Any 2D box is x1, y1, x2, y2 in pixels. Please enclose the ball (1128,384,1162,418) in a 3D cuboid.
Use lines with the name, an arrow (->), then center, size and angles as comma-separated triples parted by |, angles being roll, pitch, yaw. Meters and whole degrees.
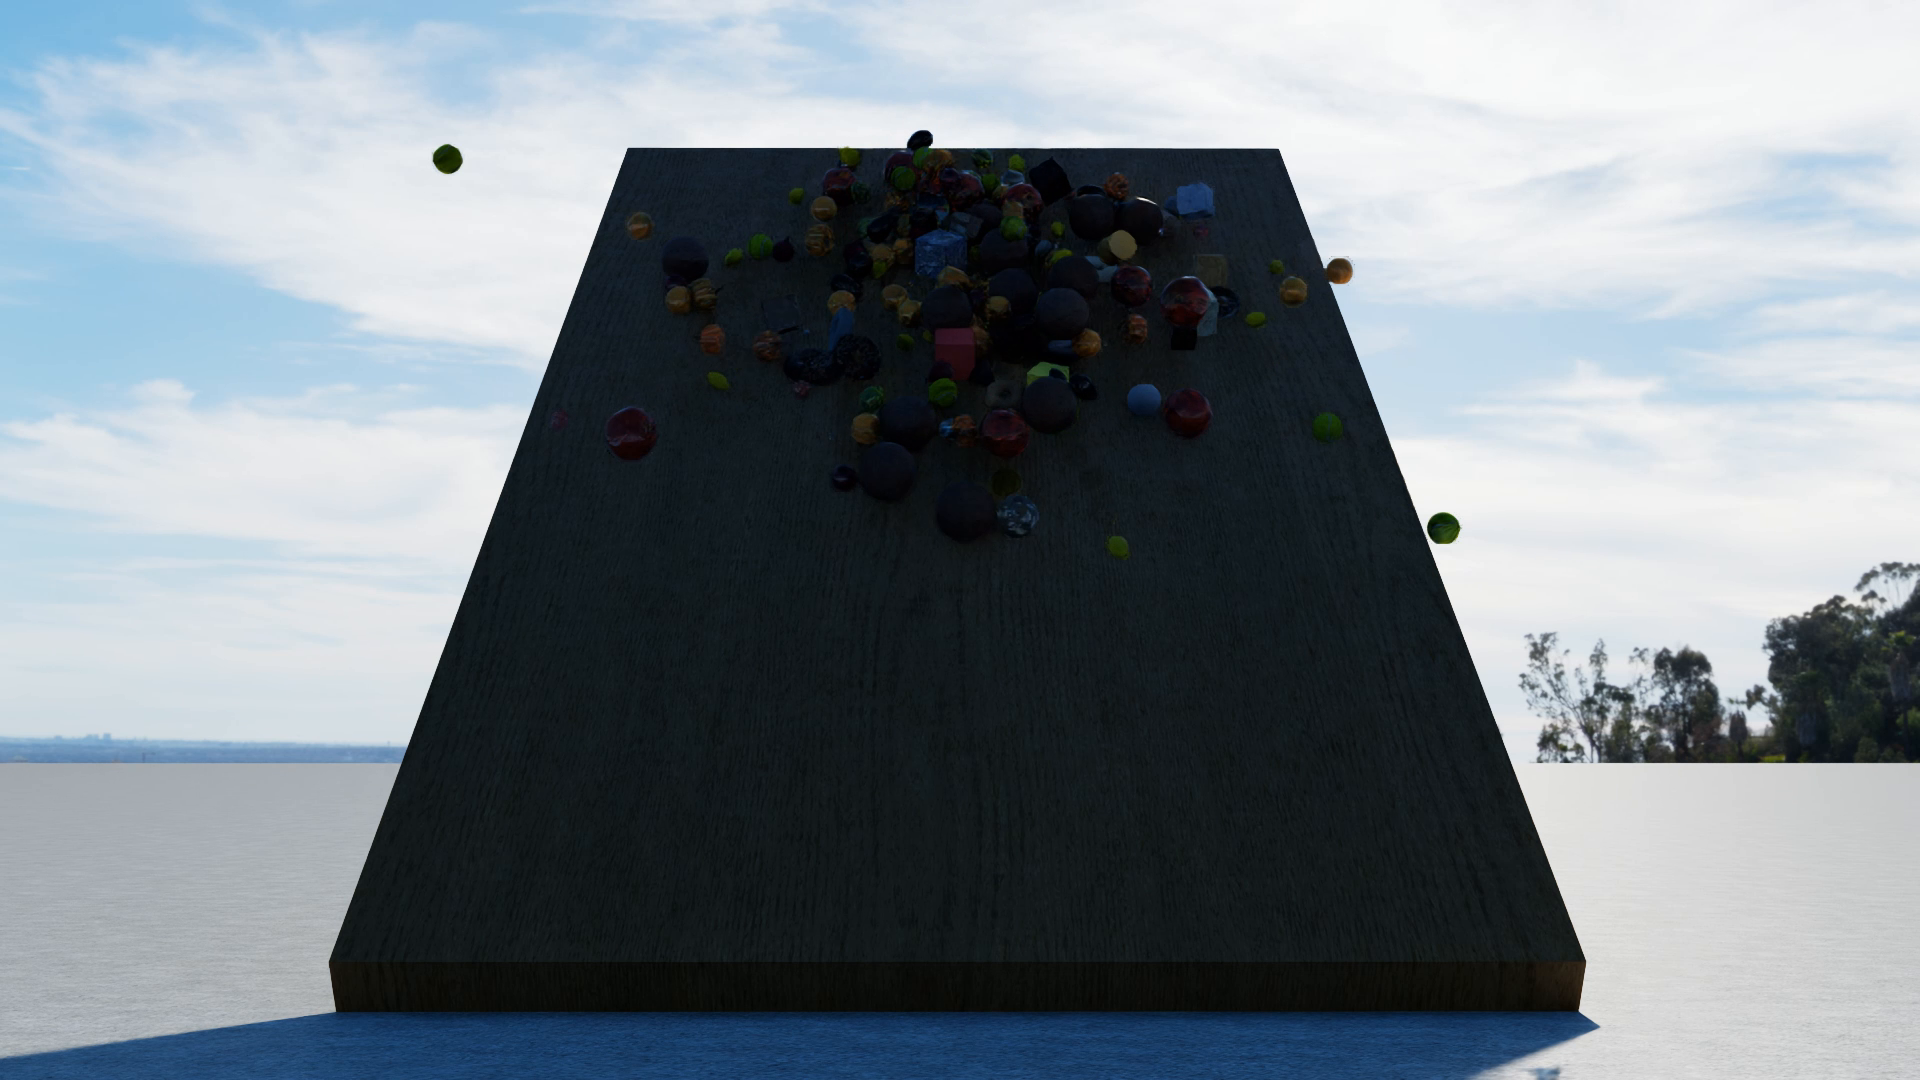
ball -> 0.432, -0.327, 5.589 | 0.080, 0.080, 0.080 | 0, -5, 0

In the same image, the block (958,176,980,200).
block -> 0.027, -1.018, 6.909 | 0.060, 0.060, 0.060 | 1, 28, 2

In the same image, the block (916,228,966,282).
block -> -0.050, -0.763, 6.389 | 0.098, 0.098, 0.098 | 20, 34, 33

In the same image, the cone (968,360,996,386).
cone -> 0.068, -0.386, 5.750 | 0.071, 0.071, 0.071 | 43, 8, 16

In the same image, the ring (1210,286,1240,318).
ring -> 0.674, -0.611, 6.147 | 0.098, 0.098, 0.033 | 1, -33, -11

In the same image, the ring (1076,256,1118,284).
ring -> 0.366, -0.721, 6.367 | 0.117, 0.039, 0.117 | 5, 33, -3

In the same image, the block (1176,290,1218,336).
block -> 0.600, -0.575, 6.049 | 0.088, 0.088, 0.088 | -4, 28, -8

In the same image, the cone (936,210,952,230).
cone -> -0.052, -0.888, 6.533 | 0.053, 0.053, 0.053 | 47, 17, 24

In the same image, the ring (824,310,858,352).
ring -> -0.294, -0.517, 5.895 | 0.039, 0.118, 0.118 | 32, -19, -24

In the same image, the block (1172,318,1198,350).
block -> 0.561, -0.514, 5.963 | 0.060, 0.060, 0.060 | 3, 28, 6

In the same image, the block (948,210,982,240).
block -> 0.015, -0.844, 6.396 | 0.057, 0.057, 0.057 | 21, 7, 36

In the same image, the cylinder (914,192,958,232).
cylinder -> -0.067, -0.917, 6.671 | 0.096, 0.096, 0.096 | 14, -3, 11

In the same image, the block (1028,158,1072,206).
block -> 0.255, -1.015, 6.758 | 0.080, 0.080, 0.080 | -32, -34, -6

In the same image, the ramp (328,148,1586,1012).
ramp -> -0.011, -0.223, 5.581 | 2.000, 0.100, 4.000 | 0, 28, 0

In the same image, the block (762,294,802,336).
block -> -0.443, -0.558, 5.920 | 0.080, 0.080, 0.080 | -15, 0, -7

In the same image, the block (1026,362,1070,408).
block -> 0.209, -0.368, 5.667 | 0.077, 0.077, 0.077 | 13, 30, 22

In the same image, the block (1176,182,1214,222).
block -> 0.622, -0.892, 6.298 | 0.075, 0.075, 0.075 | -8, -9, 25

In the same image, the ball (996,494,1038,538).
ball -> 0.120, -0.049, 5.051 | 0.092, 0.092, 0.092 | 0, -5, 0

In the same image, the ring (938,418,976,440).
ring -> -0.007, -0.256, 5.507 | 0.087, 0.029, 0.087 | 1, 27, 0

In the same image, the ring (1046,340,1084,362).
ring -> 0.260, -0.470, 5.908 | 0.094, 0.031, 0.094 | 3, 27, -2

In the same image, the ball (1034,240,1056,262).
ball -> 0.230, -0.777, 6.431 | 0.060, 0.060, 0.060 | 0, -5, 0

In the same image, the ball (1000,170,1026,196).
ball -> 0.153, -1.035, 6.919 | 0.075, 0.075, 0.075 | 0, -5, 0

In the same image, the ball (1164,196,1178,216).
ball -> 0.604, -0.936, 6.696 | 0.062, 0.062, 0.062 | 0, -5, 0

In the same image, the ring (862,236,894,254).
ring -> -0.225, -0.811, 6.547 | 0.094, 0.031, 0.094 | -1, 30, 1

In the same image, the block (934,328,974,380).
block -> -0.014, -0.453, 5.805 | 0.094, 0.094, 0.094 | -1, 30, -1

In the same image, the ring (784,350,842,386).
ring -> -0.356, -0.419, 5.791 | 0.147, 0.049, 0.147 | 1, 30, -1

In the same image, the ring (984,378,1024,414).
ring -> 0.104, -0.340, 5.633 | 0.098, 0.098, 0.033 | -1, -36, 11

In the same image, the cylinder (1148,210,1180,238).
cylinder -> 0.569, -0.881, 6.649 | 0.065, 0.065, 0.065 | 5, 20, -42

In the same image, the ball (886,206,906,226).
ball -> -0.181, -0.911, 6.712 | 0.056, 0.056, 0.056 | 0, -5, 0

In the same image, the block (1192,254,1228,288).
block -> 0.646, -0.698, 6.178 | 0.079, 0.079, 0.079 | 2, 9, -3

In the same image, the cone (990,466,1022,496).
cone -> 0.091, -0.138, 5.035 | 0.066, 0.066, 0.066 | 1, 32, -10

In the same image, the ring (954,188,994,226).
ring -> 0.039, -0.936, 6.713 | 0.136, 0.045, 0.136 | 40, 9, -8
